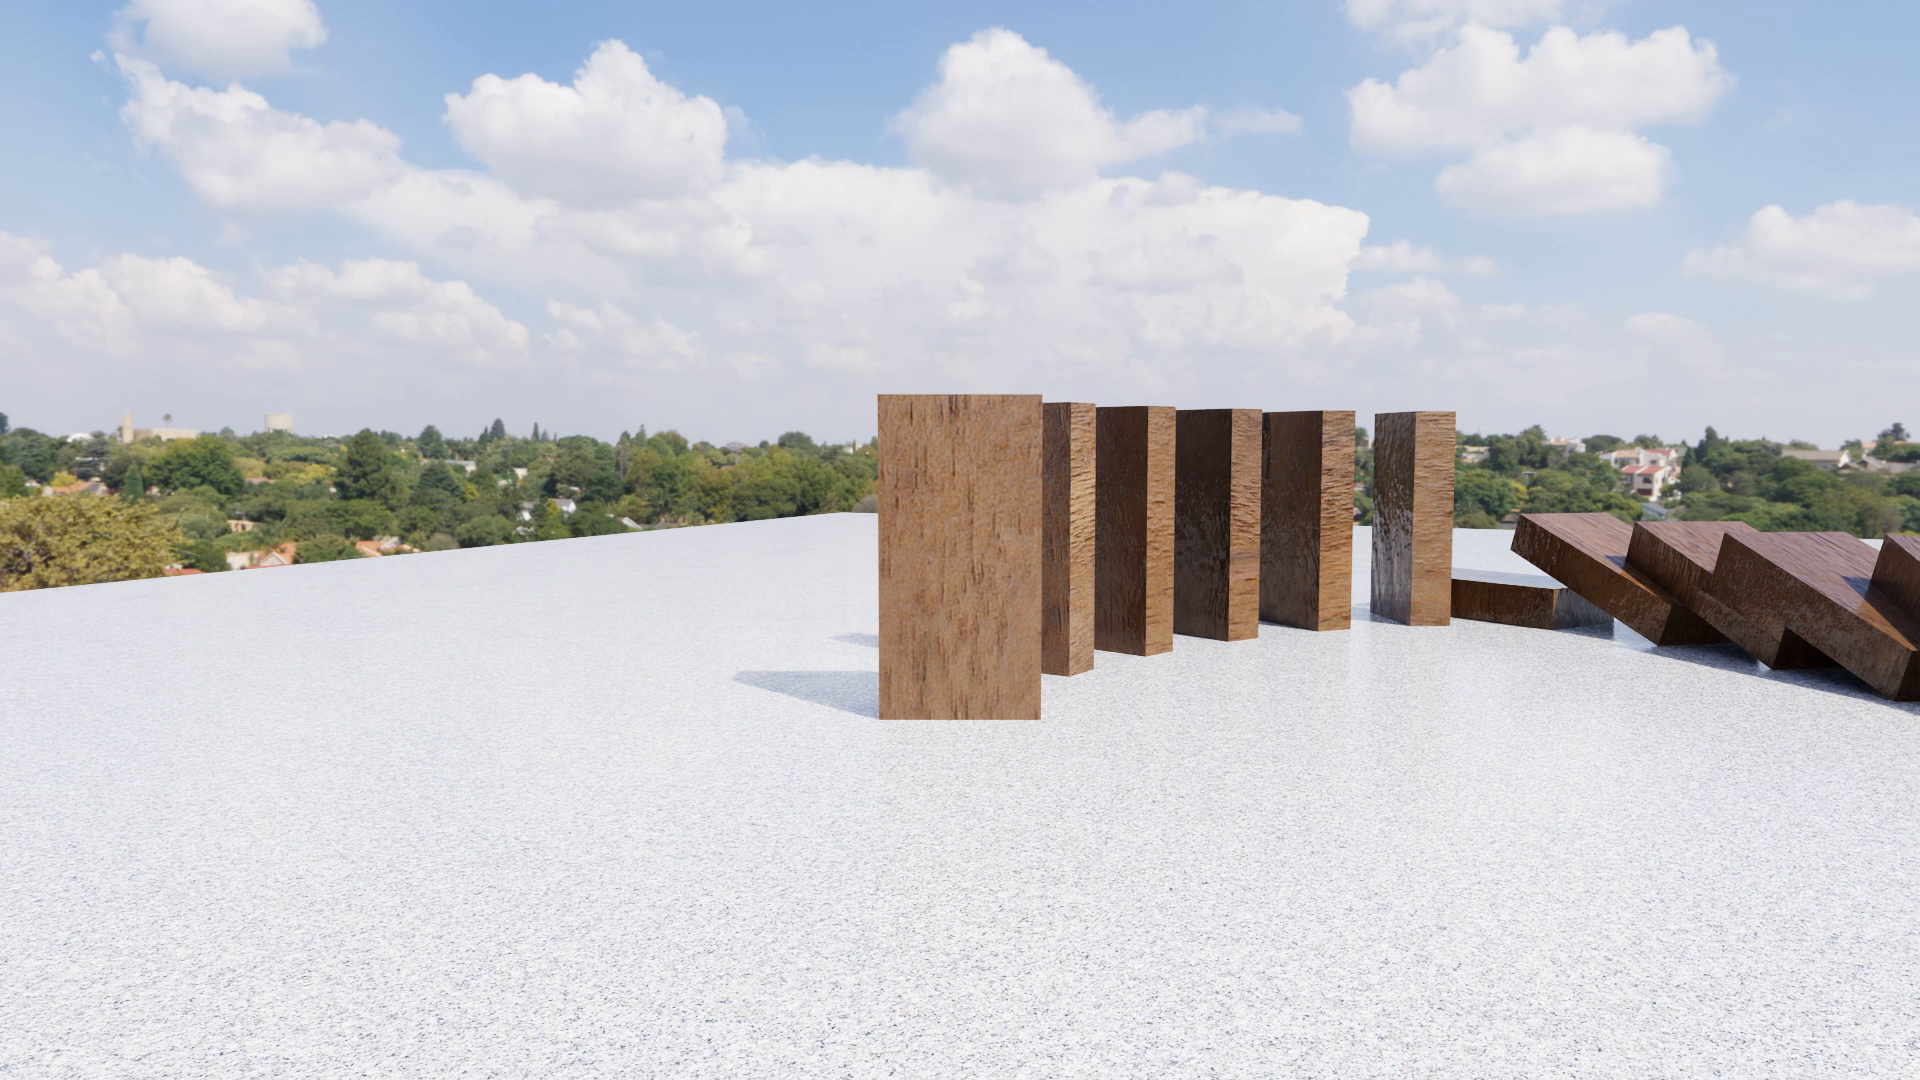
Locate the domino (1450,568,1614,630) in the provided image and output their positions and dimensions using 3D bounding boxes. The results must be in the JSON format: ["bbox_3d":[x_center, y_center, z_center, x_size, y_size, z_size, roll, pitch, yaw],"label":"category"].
[{"bbox_3d":[0.132,0.014,0.320,0.025,0.010,0.050,-3,5,-33],"label":"domino"}]

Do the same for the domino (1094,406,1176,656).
[{"bbox_3d":[0.031,-0.002,0.267,0.025,0.050,0.009,4,6,44],"label":"domino"}]

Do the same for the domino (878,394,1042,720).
[{"bbox_3d":[0.000,0.002,0.201,0.025,0.050,0.009,0,4,0],"label":"domino"}]

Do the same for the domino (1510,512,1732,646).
[{"bbox_3d":[0.153,0.008,0.293,0.025,0.009,0.050,-1,24,-15],"label":"domino"}]

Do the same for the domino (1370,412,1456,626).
[{"bbox_3d":[0.109,-0.006,0.310,0.009,0.050,0.025,0,4,-3],"label":"domino"}]

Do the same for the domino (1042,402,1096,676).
[{"bbox_3d":[0.012,-0.001,0.243,0.025,0.050,0.009,3,5,34],"label":"domino"}]

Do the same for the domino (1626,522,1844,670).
[{"bbox_3d":[0.164,0.010,0.264,0.025,0.009,0.050,0,23,-5],"label":"domino"}]

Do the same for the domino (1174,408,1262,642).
[{"bbox_3d":[0.054,-0.004,0.287,0.009,0.050,0.025,-3,5,-36],"label":"domino"}]

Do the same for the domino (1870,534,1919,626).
[{"bbox_3d":[0.173,0.014,0.207,0.025,0.009,0.050,5,23,10],"label":"domino"}]

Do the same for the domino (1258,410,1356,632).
[{"bbox_3d":[0.080,-0.005,0.302,0.010,0.050,0.025,-2,5,-25],"label":"domino"}]

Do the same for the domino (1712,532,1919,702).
[{"bbox_3d":[0.165,0.013,0.234,0.025,0.009,0.050,0,23,-4],"label":"domino"}]
